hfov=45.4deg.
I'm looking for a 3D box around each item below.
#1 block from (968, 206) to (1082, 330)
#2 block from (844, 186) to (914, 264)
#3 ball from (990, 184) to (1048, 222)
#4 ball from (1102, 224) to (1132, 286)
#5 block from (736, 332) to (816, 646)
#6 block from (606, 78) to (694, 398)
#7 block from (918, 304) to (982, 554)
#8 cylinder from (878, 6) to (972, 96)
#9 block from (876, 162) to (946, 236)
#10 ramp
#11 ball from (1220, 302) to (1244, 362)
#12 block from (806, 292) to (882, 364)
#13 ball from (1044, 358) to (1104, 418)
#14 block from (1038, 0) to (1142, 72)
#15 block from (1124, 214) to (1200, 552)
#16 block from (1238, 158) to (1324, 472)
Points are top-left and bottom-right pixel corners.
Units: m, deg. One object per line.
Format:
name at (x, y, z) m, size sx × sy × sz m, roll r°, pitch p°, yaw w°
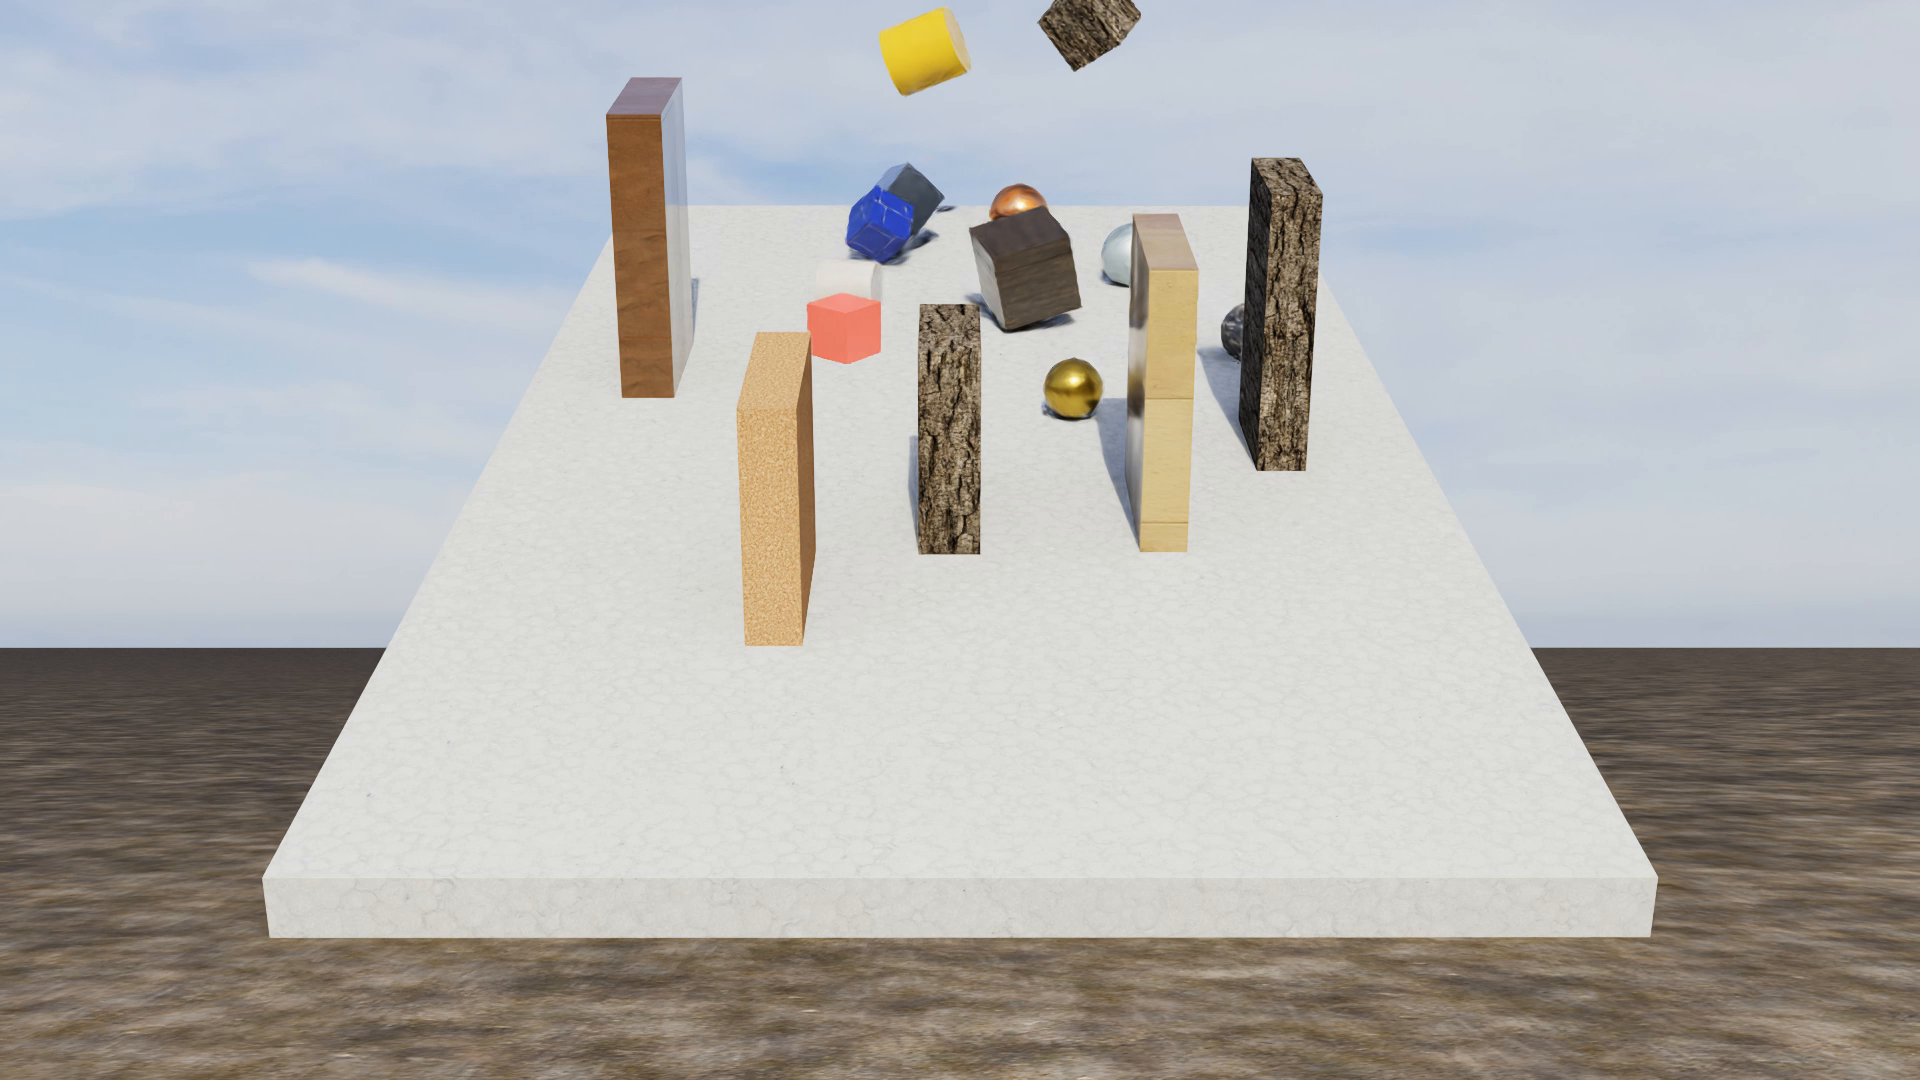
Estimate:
block at (0.164, -0.686, 5.787) m, size 0.202 × 0.202 × 0.202 m, roll -18°, pitch 34°, yaw -8°
block at (-0.222, -0.866, 6.319) m, size 0.128 × 0.128 × 0.128 m, roll 26°, pitch -38°, yaw -26°
ball at (0.169, -0.931, 6.558) m, size 0.169 × 0.169 × 0.169 m, roll 0°, pitch -3°, yaw 0°
ball at (0.461, -0.765, 6.154) m, size 0.165 × 0.165 × 0.165 m, roll 0°, pitch -3°, yaw 0°
block at (-0.327, -0.101, 4.148) m, size 0.101 × 0.438 × 0.443 m, roll 0°, pitch 22°, yaw 0°
block at (-0.718, -0.711, 5.364) m, size 0.121 × 0.655 × 0.431 m, roll 0°, pitch 22°, yaw 0°
block at (-0.020, -0.220, 4.488) m, size 0.119 × 0.406 × 0.321 m, roll 0°, pitch 22°, yaw 0°
cylinder at (-0.096, -1.352, 6.354) m, size 0.193 × 0.193 × 0.193 m, roll -18°, pitch -7°, yaw 15°
block at (-0.165, -0.960, 6.519) m, size 0.146 × 0.146 × 0.146 m, roll 41°, pitch -15°, yaw -20°
ramp at (-0.007, -0.221, 5.164) m, size 2.000 × 0.100 × 4.000 m, roll 0°, pitch 22°, yaw 0°
ball at (0.699, -0.499, 5.526) m, size 0.146 × 0.146 × 0.146 m, roll 0°, pitch -3°, yaw 0°
block at (-0.281, -0.515, 5.584) m, size 0.128 × 0.128 × 0.128 m, roll 17°, pitch 28°, yaw 36°
ball at (0.254, -0.340, 5.147) m, size 0.134 × 0.134 × 0.134 m, roll 0°, pitch -3°, yaw 0°
block at (0.373, -1.499, 6.609) m, size 0.181 × 0.181 × 0.181 m, roll -24°, pitch 23°, yaw 42°
block at (0.392, -0.316, 4.520) m, size 0.091 × 0.560 × 0.425 m, roll 0°, pitch 22°, yaw 0°
block at (0.678, -0.483, 4.890) m, size 0.104 × 0.594 × 0.335 m, roll 0°, pitch 22°, yaw 0°
